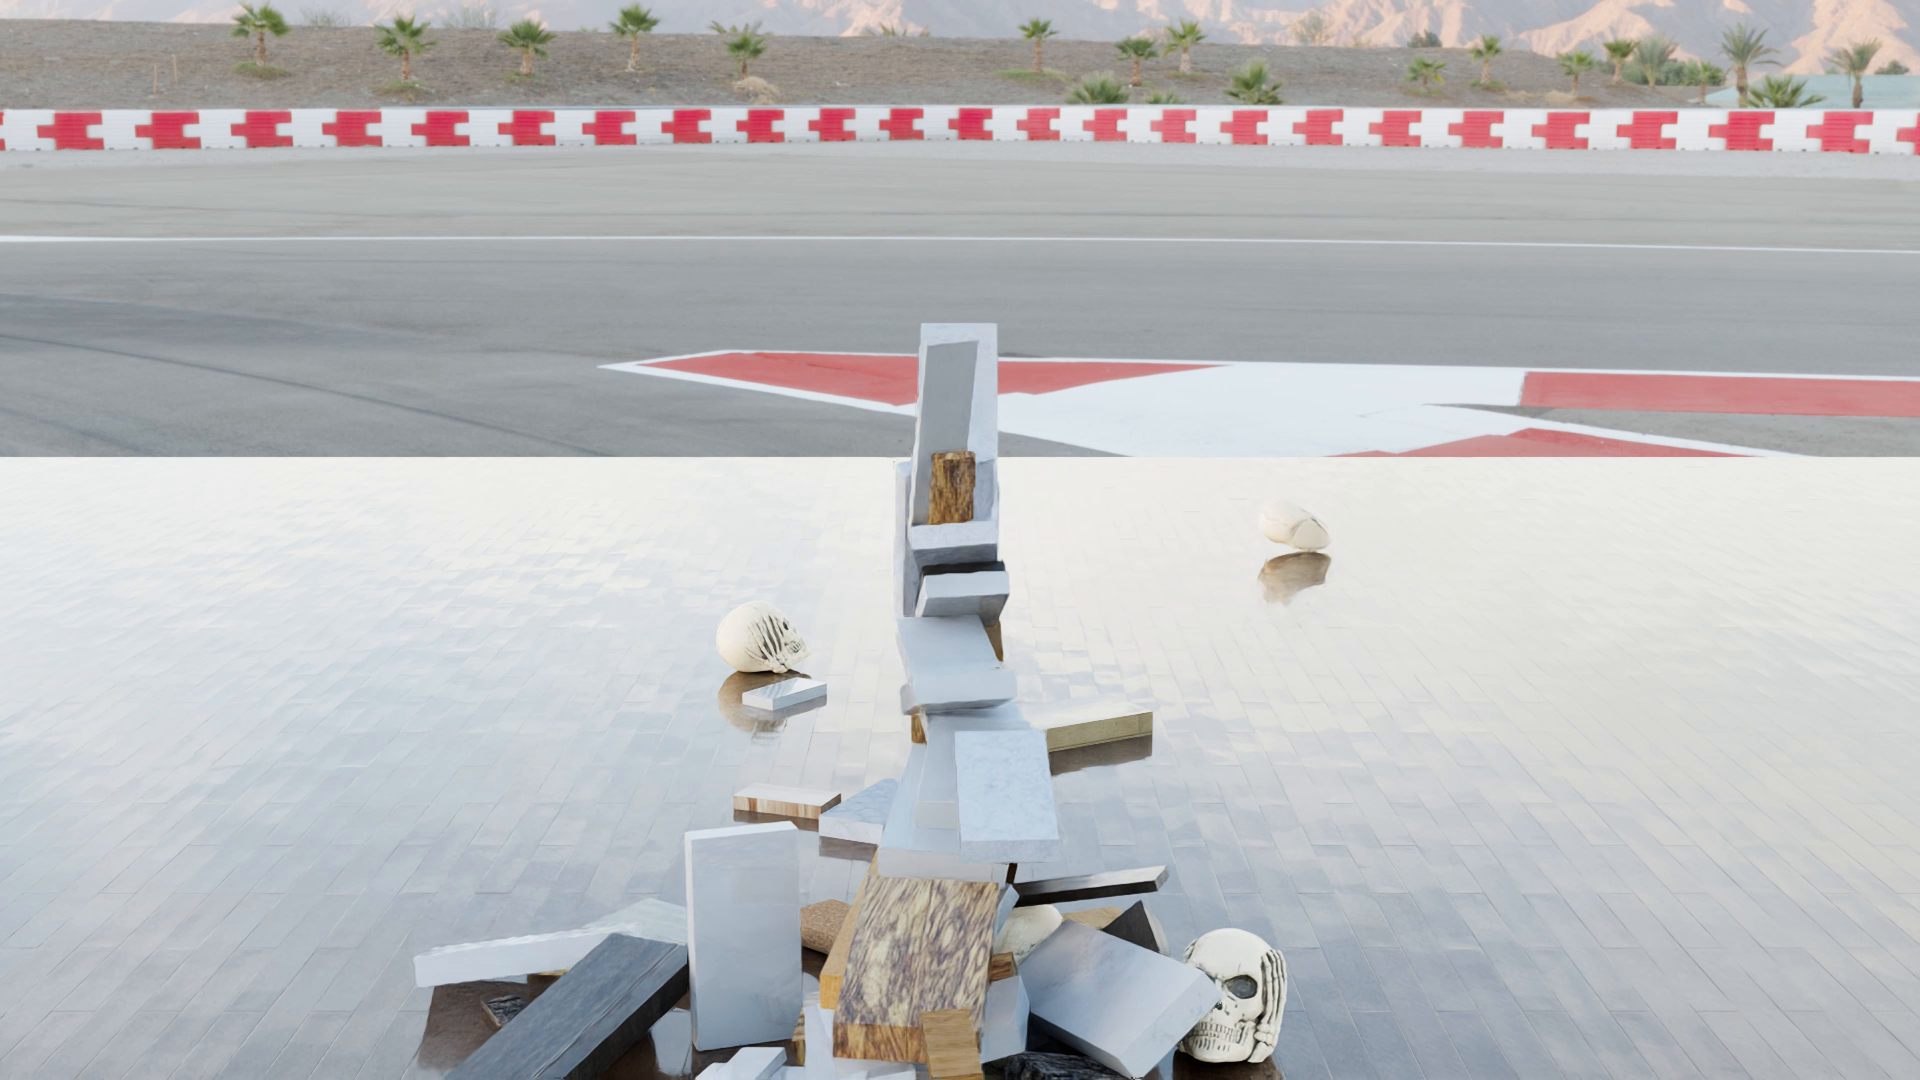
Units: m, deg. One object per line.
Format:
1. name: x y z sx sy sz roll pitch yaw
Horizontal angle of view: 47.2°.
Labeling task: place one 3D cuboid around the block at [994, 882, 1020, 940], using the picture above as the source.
1. block: -0.021 0.590 3.179 0.117 0.033 0.234 8 54 38

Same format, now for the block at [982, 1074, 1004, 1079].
1. block: 0.026 0.815 2.328 0.166 0.047 1.072 -1 11 -3

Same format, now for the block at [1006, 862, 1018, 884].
1. block: 0.007 0.505 3.562 0.171 0.048 0.341 2 -17 0

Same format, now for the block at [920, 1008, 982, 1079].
1. block: -0.011 0.593 2.573 0.058 0.016 0.115 -3 28 -8

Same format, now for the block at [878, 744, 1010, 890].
1. block: -0.006 0.397 3.205 0.176 0.050 0.352 4 19 6

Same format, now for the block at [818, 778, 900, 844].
1. block: -0.139 0.499 4.059 0.131 0.037 0.263 5 12 25

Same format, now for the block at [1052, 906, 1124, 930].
1. block: 0.215 0.607 3.477 0.122 0.017 0.061 -2 19 -35

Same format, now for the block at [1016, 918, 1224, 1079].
1. block: 0.189 0.613 2.971 0.155 0.044 0.457 -42 12 -15

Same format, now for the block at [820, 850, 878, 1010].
1. block: -0.046 0.499 3.061 0.176 0.050 0.546 5 19 9

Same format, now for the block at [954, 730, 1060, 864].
1. block: 0.062 0.355 3.071 0.131 0.037 0.263 0 29 -2

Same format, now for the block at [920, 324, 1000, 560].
1. block: -0.004 -0.026 4.766 0.176 0.050 1.198 0 51 0

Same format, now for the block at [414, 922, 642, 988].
1. block: -0.631 0.610 3.241 0.310 0.044 0.155 -7 -5 -4

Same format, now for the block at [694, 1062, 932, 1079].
1. block: -0.202 0.713 2.723 0.333 0.047 0.167 -4 12 25

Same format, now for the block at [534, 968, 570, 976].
1. block: -0.599 0.644 3.336 0.104 0.015 0.052 2 11 9

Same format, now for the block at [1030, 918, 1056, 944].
1. block: 0.156 0.619 3.475 0.049 0.014 0.099 6 12 28

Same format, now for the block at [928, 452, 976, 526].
1. block: -0.015 -0.084 3.932 0.076 0.153 0.022 -3 32 -10

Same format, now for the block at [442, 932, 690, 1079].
1. block: -0.528 0.666 2.930 0.150 0.043 0.471 5 21 25

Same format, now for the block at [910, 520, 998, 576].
1. block: -0.006 0.022 3.881 0.144 0.041 0.287 -5 -12 1

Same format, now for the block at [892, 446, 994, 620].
1. block: -0.033 0.002 4.142 0.176 0.353 0.050 -12 36 -21

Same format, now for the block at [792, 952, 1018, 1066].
1. block: -0.072 0.647 3.028 0.301 0.043 0.150 -13 12 7

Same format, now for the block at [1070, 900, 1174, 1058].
1. block: 0.223 0.628 3.075 0.167 0.047 0.333 -39 10 5

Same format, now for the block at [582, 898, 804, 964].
1. block: -0.412 0.622 3.377 0.310 0.044 0.155 7 13 33

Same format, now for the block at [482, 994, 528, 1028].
1. block: -0.644 0.679 3.150 0.052 0.015 0.103 -6 12 -29

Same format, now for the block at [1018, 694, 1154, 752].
1. block: 0.210 0.388 4.619 0.353 0.050 0.176 -6 12 -31

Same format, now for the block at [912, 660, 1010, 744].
1. block: 0.002 0.382 3.847 0.171 0.341 0.048 -1 14 -1

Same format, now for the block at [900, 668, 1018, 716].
1. block: -0.006 0.233 3.350 0.149 0.042 0.299 -4 -7 -6

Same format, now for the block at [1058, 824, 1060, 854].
1. block: 0.054 0.458 3.565 0.171 0.048 0.341 -1 -17 10

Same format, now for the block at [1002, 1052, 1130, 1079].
1. block: 0.196 0.715 2.729 0.146 0.041 0.292 14 4 -35

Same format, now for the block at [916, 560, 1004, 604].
1. block: -0.001 0.093 4.007 0.144 0.041 0.287 -4 -13 -5

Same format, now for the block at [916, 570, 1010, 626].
1. block: 0.002 0.109 3.899 0.144 0.041 0.287 -3 -13 -5

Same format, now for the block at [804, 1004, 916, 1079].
1. block: -0.127 0.646 2.782 0.131 0.037 0.263 -10 11 -3

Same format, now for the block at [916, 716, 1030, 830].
1. block: 0.023 0.341 3.230 0.149 0.042 0.299 3 19 3

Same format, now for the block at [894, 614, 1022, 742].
1. block: -0.005 0.238 3.669 0.149 0.042 0.522 -3 19 -7

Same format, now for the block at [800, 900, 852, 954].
1. block: -0.175 0.610 3.424 0.117 0.033 0.234 -9 10 -40

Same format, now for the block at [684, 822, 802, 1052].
1. block: -0.300 0.550 3.058 0.150 0.301 0.043 -4 8 -19

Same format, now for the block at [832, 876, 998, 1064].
1. block: -0.051 0.540 2.790 0.176 0.050 0.352 3 21 4

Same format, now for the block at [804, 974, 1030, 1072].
1. block: -0.057 0.656 2.877 0.293 0.041 0.146 -17 11 8

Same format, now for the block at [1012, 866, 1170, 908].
1. block: 0.140 0.513 3.218 0.334 0.017 0.061 -11 8 24

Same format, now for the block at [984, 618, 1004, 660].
1. block: 0.001 0.194 4.040 0.150 0.043 0.301 0 11 0

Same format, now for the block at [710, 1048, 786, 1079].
1. block: -0.274 0.678 2.789 0.061 0.017 0.122 -5 11 22

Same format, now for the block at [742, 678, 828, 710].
1. block: -0.391 0.344 4.924 0.090 0.026 0.181 8 13 37

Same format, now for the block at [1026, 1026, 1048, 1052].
1. block: 0.067 0.691 3.084 0.105 0.015 0.053 9 14 40

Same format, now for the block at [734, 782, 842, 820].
1. block: -0.325 0.490 4.136 0.181 0.026 0.090 4 11 21

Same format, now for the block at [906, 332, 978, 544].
1. block: -0.033 -0.175 3.900 0.090 0.468 0.026 -7 45 -14
